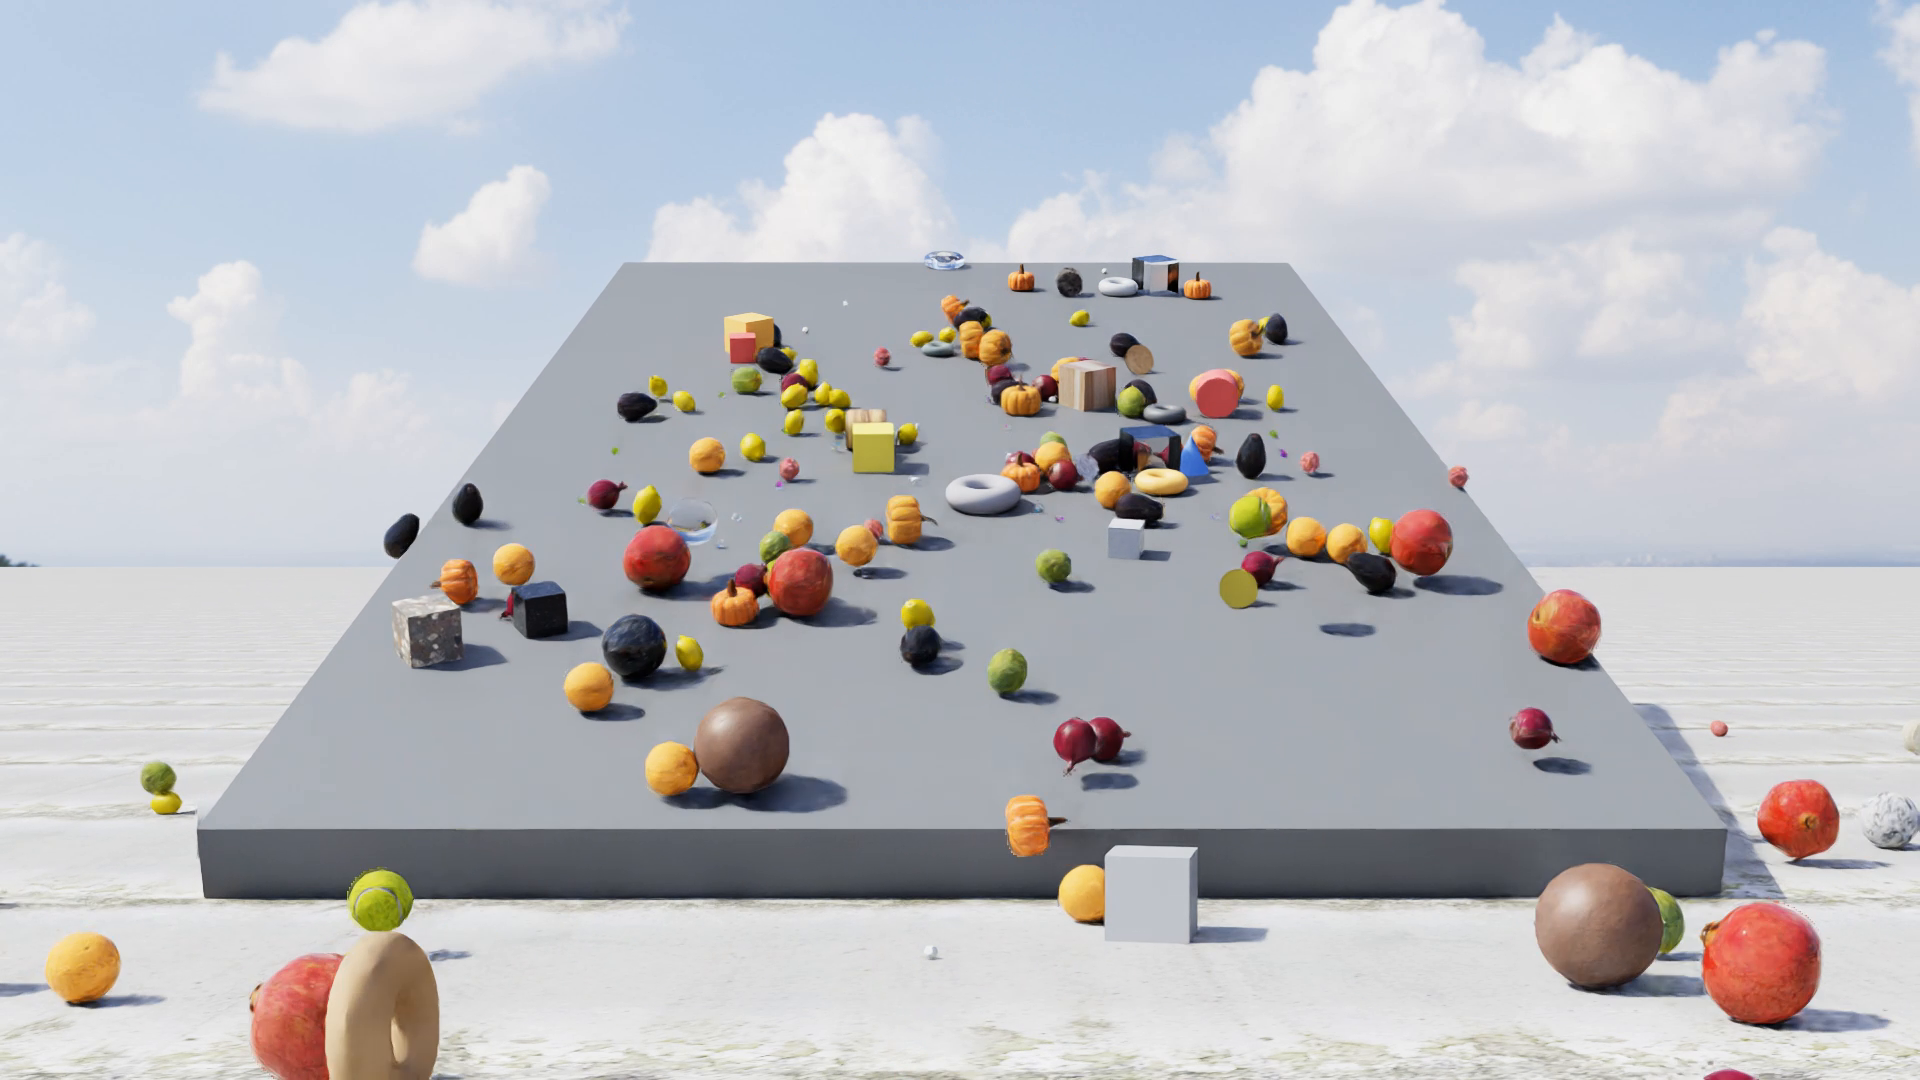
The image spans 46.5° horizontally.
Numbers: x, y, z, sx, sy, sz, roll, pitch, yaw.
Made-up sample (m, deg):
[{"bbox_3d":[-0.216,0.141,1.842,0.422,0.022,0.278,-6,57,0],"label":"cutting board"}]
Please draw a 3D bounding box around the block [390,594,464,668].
[{"bbox_3d":[-0.838,0.142,3.510,0.084,0.084,0.084,-10,20,-30],"label":"block"}]

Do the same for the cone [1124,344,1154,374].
[{"bbox_3d":[0.417,-0.425,5.379,0.075,0.075,0.075,0,-13,-19],"label":"cone"}]

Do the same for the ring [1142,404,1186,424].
[{"bbox_3d":[0.451,-0.279,4.926,0.094,0.031,0.094,1,17,0],"label":"ring"}]

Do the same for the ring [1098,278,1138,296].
[{"bbox_3d":[0.444,-0.710,6.267,0.111,0.037,0.111,2,21,-1],"label":"ring"}]

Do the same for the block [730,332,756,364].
[{"bbox_3d":[-0.533,-0.471,5.473,0.062,0.062,0.062,-2,18,-6],"label":"block"}]

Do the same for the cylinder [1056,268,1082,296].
[{"bbox_3d":[0.305,-0.722,6.248,0.070,0.070,0.070,0,18,-1],"label":"cylinder"}]

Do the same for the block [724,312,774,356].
[{"bbox_3d":[-0.525,-0.511,5.558,0.087,0.087,0.087,-16,23,-40],"label":"block"}]

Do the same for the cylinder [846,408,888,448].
[{"bbox_3d":[-0.196,-0.234,4.695,0.083,0.083,0.083,0,-1,1],"label":"cylinder"}]

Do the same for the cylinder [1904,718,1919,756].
[{"bbox_3d":[2.195,0.449,5.068,0.086,0.086,0.086,0,-13,13],"label":"cylinder"}]

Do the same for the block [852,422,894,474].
[{"bbox_3d":[-0.177,-0.188,4.550,0.083,0.083,0.083,-1,18,-2],"label":"block"}]

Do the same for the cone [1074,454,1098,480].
[{"bbox_3d":[0.243,-0.141,4.500,0.055,0.055,0.055,0,-10,-19],"label":"cone"}]

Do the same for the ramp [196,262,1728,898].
[{"bbox_3d":[-0.003,-0.182,4.835,2.000,0.100,4.000,0,18,0],"label":"ramp"}]

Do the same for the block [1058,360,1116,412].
[{"bbox_3d":[0.288,-0.350,5.046,0.091,0.091,0.091,-12,21,-34],"label":"block"}]

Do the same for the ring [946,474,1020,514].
[{"bbox_3d":[0.045,-0.088,4.296,0.146,0.049,0.146,-1,19,0],"label":"ring"}]

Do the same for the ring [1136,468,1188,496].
[{"bbox_3d":[0.398,-0.115,4.403,0.105,0.035,0.105,1,17,0],"label":"ring"}]

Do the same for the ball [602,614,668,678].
[{"bbox_3d":[-0.499,0.163,3.420,0.099,0.099,0.099,0,-1,0],"label":"ball"}]

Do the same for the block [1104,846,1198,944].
[{"bbox_3d":[0.228,0.420,2.650,0.100,0.100,0.100,0,-1,11],"label":"block"}]

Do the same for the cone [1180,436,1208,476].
[{"bbox_3d":[0.468,-0.177,4.528,0.077,0.077,0.077,0,18,0],"label":"cone"}]

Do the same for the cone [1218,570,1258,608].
[{"bbox_3d":[0.467,0.087,3.777,0.066,0.066,0.066,0,-9,0],"label":"cone"}]

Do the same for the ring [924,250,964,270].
[{"bbox_3d":[-0.047,-0.833,6.649,0.123,0.041,0.123,1,18,0],"label":"ring"}]

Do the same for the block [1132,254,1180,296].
[{"bbox_3d":[0.549,-0.745,6.282,0.095,0.095,0.095,-9,20,-27],"label":"block"}]

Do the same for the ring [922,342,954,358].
[{"bbox_3d":[-0.054,-0.473,5.541,0.080,0.027,0.080,1,19,0],"label":"ring"}]

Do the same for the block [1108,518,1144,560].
[{"bbox_3d":[0.299,-0.002,4.012,0.057,0.057,0.057,4,18,13],"label":"block"}]

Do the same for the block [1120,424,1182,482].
[{"bbox_3d":[0.382,-0.173,4.489,0.093,0.093,0.093,-6,19,-18],"label":"block"}]

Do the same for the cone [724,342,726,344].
[{"bbox_3d":[-0.557,-0.506,5.642,0.058,0.058,0.058,0,-11,27],"label":"cone"}]

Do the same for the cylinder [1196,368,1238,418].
[{"bbox_3d":[0.573,-0.327,4.974,0.093,0.093,0.093,0,18,6],"label":"cylinder"}]

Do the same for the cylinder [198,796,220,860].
[{"bbox_3d":[-1.092,0.430,3.338,0.092,0.092,0.092,0,-1,-19],"label":"cylinder"}]

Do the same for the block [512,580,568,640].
[{"bbox_3d":[-0.682,0.114,3.625,0.069,0.069,0.069,-9,20,-26],"label":"block"}]

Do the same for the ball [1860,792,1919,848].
[{"bbox_3d":[1.439,0.433,3.455,0.088,0.088,0.088,0,-1,0],"label":"ball"}]

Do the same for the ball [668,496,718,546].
[{"bbox_3d":[-0.462,-0.032,3.864,0.086,0.086,0.086,0,-1,0],"label":"ball"}]
